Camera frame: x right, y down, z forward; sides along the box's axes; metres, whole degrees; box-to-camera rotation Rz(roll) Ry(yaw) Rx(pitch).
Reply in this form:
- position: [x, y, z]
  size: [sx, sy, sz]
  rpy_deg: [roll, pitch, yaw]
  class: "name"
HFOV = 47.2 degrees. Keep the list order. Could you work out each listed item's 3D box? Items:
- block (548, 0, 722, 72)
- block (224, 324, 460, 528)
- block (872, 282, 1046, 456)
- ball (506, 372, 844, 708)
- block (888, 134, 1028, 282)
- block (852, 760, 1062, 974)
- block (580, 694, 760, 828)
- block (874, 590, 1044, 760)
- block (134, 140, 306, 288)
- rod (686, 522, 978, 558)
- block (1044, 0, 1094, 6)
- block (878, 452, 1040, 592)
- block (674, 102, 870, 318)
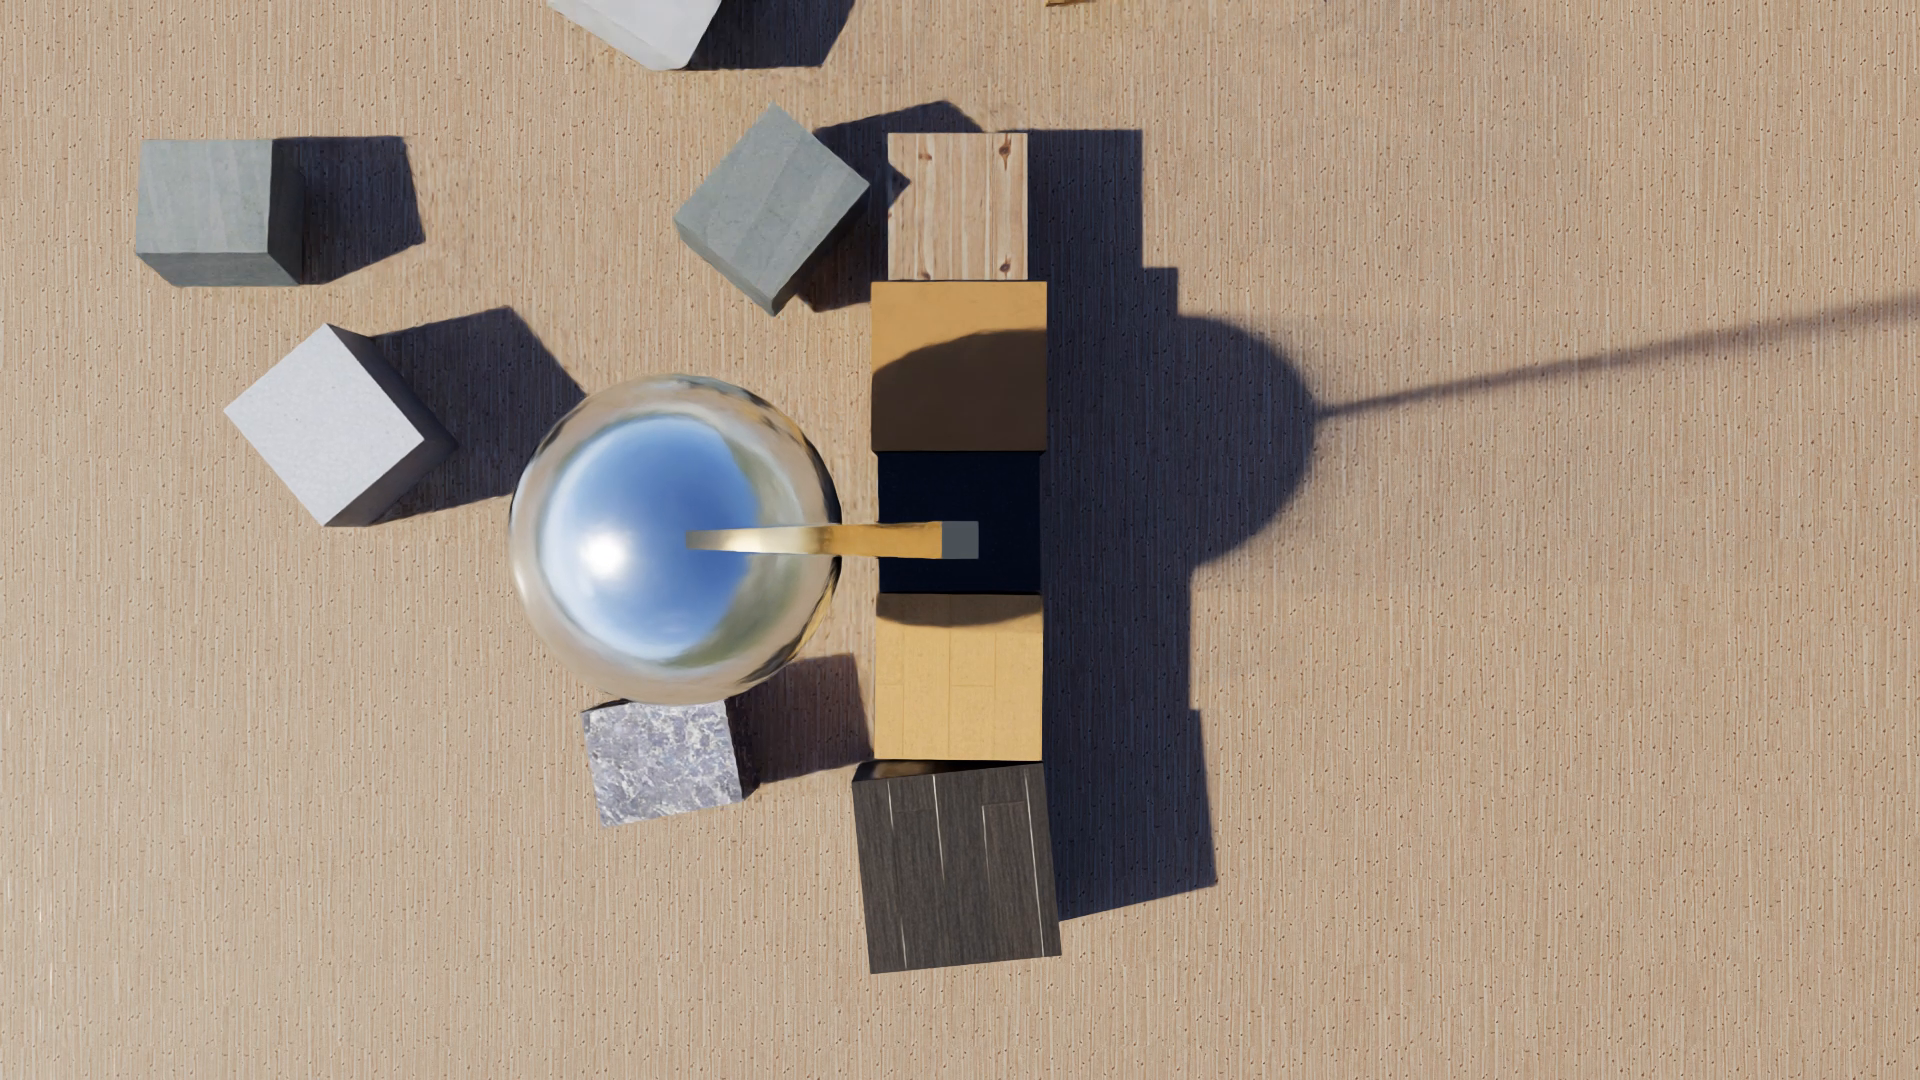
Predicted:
- position: [-1.782, -3.174, 12.467]
  size: [0.718, 0.762, 0.720]
  rpy_deg: [30, 88, -23]
  class: "block"
- position: [-3.507, -0.635, 12.560]
  size: [0.743, 0.880, 0.844]
  rpy_deg: [-40, 90, 0]
  class: "block"
- position: [-0.006, -0.961, 12.572]
  size: [0.969, 0.856, 0.932]
  rpy_deg: [0, 90, 0]
  class: "block"
- position: [-1.356, 0.000, 10.525]
  size: [1.600, 1.600, 1.600]
  rpy_deg: [0, 90, 0]
  class: "ball"
- position: [-0.013, -1.852, 12.629]
  size: [0.779, 0.742, 0.831]
  rpy_deg: [0, 90, 0]
  class: "block"
- position: [-0.018, 1.792, 12.491]
  size: [1.051, 1.017, 1.054]
  rpy_deg: [-6, 90, 0]
  class: "block"
- position: [-1.651, 1.209, 12.632]
  size: [0.807, 0.701, 0.658]
  rpy_deg: [-11, 90, 2]
  class: "block"
- position: [-0.006, 0.750, 12.518]
  size: [0.914, 0.964, 0.905]
  rpy_deg: [1, 90, 0]
  class: "block"
- position: [-4.236, -1.868, 12.630]
  size: [0.739, 0.625, 0.664]
  rpy_deg: [-1, 79, 0]
  class: "block"
- position: [-0.587, 0.000, 7.213]
  size: [0.080, 5.200, 0.080]
  rpy_deg: [0, 90, -13]
  class: "rod"
- position: [0.770, -3.455, 12.656]
  size: [0.559, 0.605, 0.556]
  rpy_deg: [-9, 90, -9]
  class: "block"
- position: [-0.004, -0.103, 12.638]
  size: [0.901, 0.724, 0.773]
  rpy_deg: [0, 90, 0]
  class: "block"
- position: [-1.051, -1.841, 12.382]
  size: [0.698, 0.780, 0.838]
  rpy_deg: [40, 86, -2]
  class: "block"
